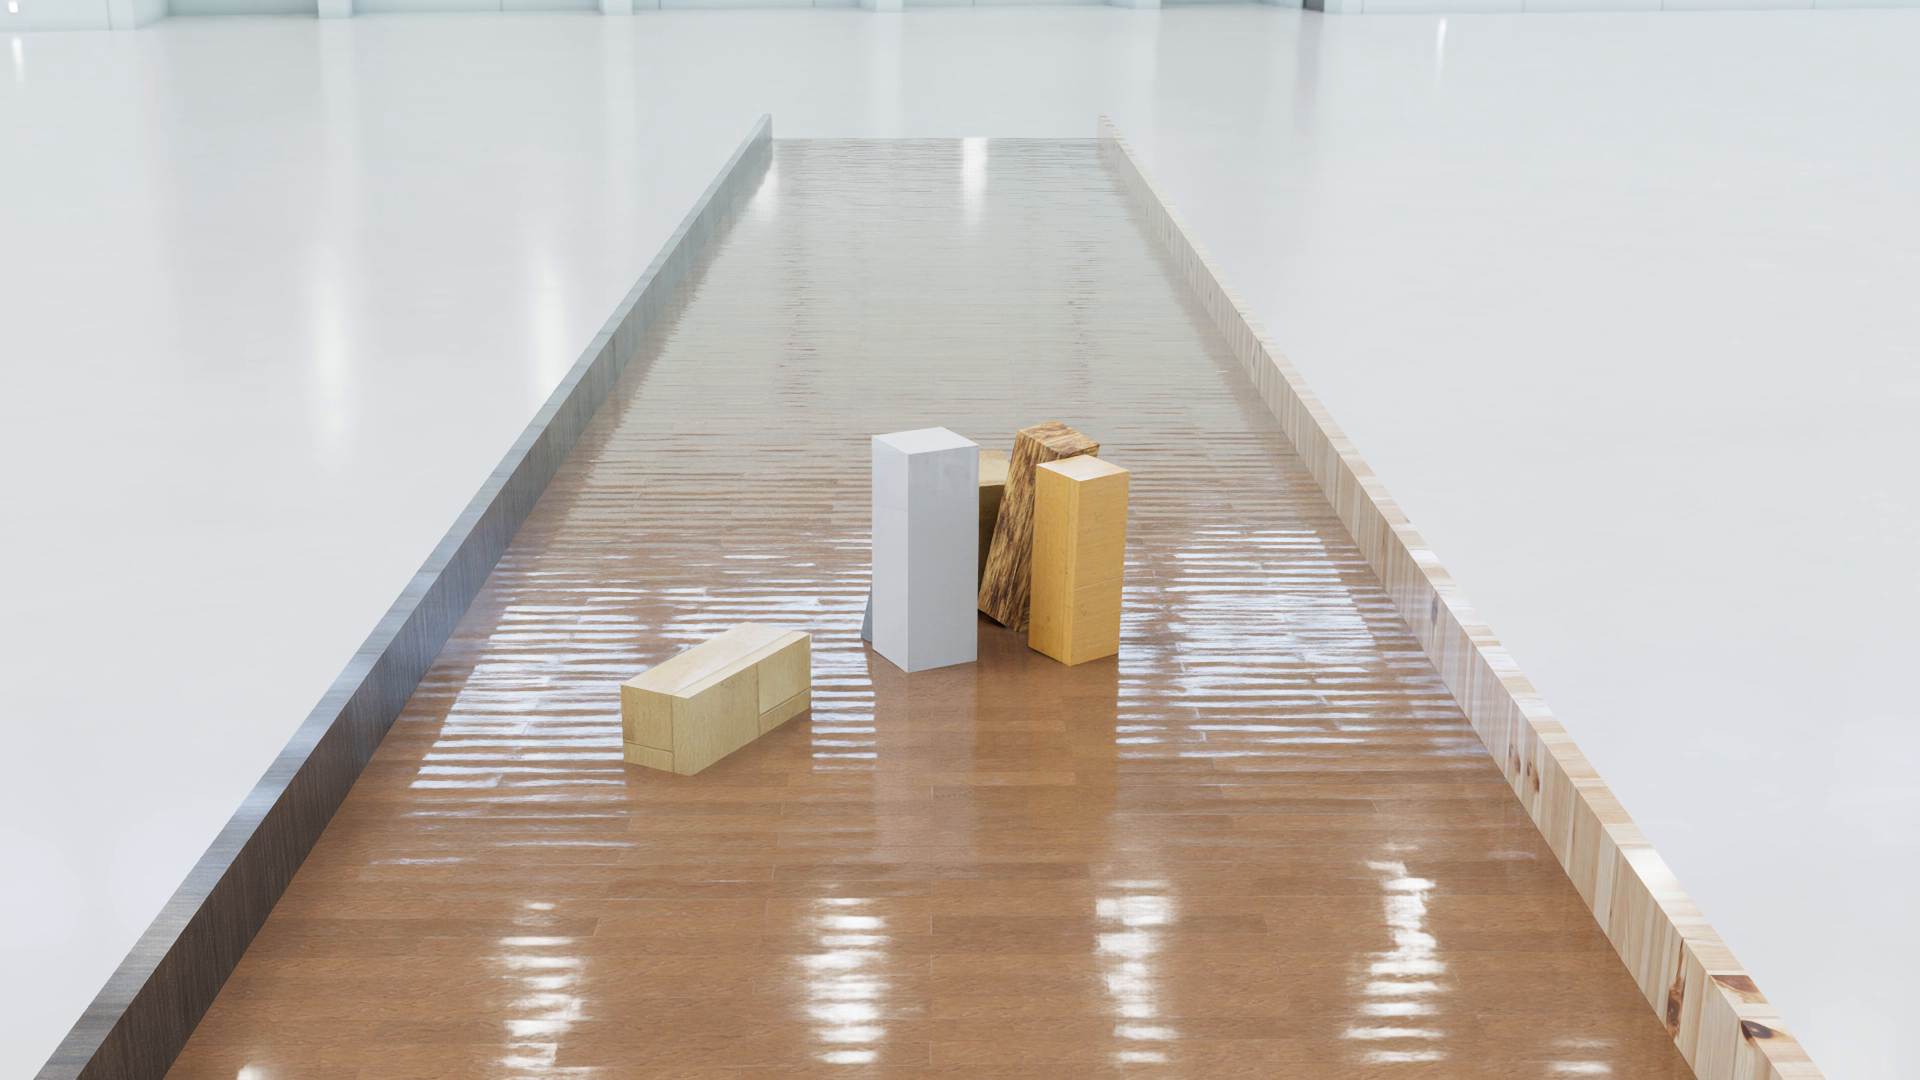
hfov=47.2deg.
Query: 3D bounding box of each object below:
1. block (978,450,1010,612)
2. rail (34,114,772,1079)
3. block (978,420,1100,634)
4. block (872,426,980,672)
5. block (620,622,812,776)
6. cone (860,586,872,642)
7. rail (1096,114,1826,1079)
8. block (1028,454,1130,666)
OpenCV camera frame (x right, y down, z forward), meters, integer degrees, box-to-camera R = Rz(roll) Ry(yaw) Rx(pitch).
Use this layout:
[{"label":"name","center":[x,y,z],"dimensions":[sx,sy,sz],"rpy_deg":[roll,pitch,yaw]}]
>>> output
[{"label":"block","center":[0.028,-0.016,4.670],"dimensions":[0.130,0.324,0.130],"rpy_deg":[-5,36,-16]},{"label":"rail","center":[-1.118,-0.838,7.780],"dimensions":[0.050,0.150,12.000],"rpy_deg":[0,17,-1]},{"label":"block","center":[0.160,-0.027,4.556],"dimensions":[0.121,0.417,0.121],"rpy_deg":[31,32,32]},{"label":"block","center":[-0.070,0.018,4.377],"dimensions":[0.156,0.447,0.156],"rpy_deg":[-9,20,-27]},{"label":"block","center":[-0.439,0.284,4.016],"dimensions":[0.145,0.145,0.392],"rpy_deg":[9,19,27]},{"label":"cone","center":[-0.139,0.041,4.519],"dimensions":[0.130,0.323,0.130],"rpy_deg":[1,16,0]},{"label":"rail","center":[0.932,-0.844,7.801],"dimensions":[0.050,0.150,12.000],"rpy_deg":[0,17,-1]},{"label":"block","center":[0.236,0.039,4.405],"dimensions":[0.130,0.386,0.130],"rpy_deg":[-13,24,-36]}]
